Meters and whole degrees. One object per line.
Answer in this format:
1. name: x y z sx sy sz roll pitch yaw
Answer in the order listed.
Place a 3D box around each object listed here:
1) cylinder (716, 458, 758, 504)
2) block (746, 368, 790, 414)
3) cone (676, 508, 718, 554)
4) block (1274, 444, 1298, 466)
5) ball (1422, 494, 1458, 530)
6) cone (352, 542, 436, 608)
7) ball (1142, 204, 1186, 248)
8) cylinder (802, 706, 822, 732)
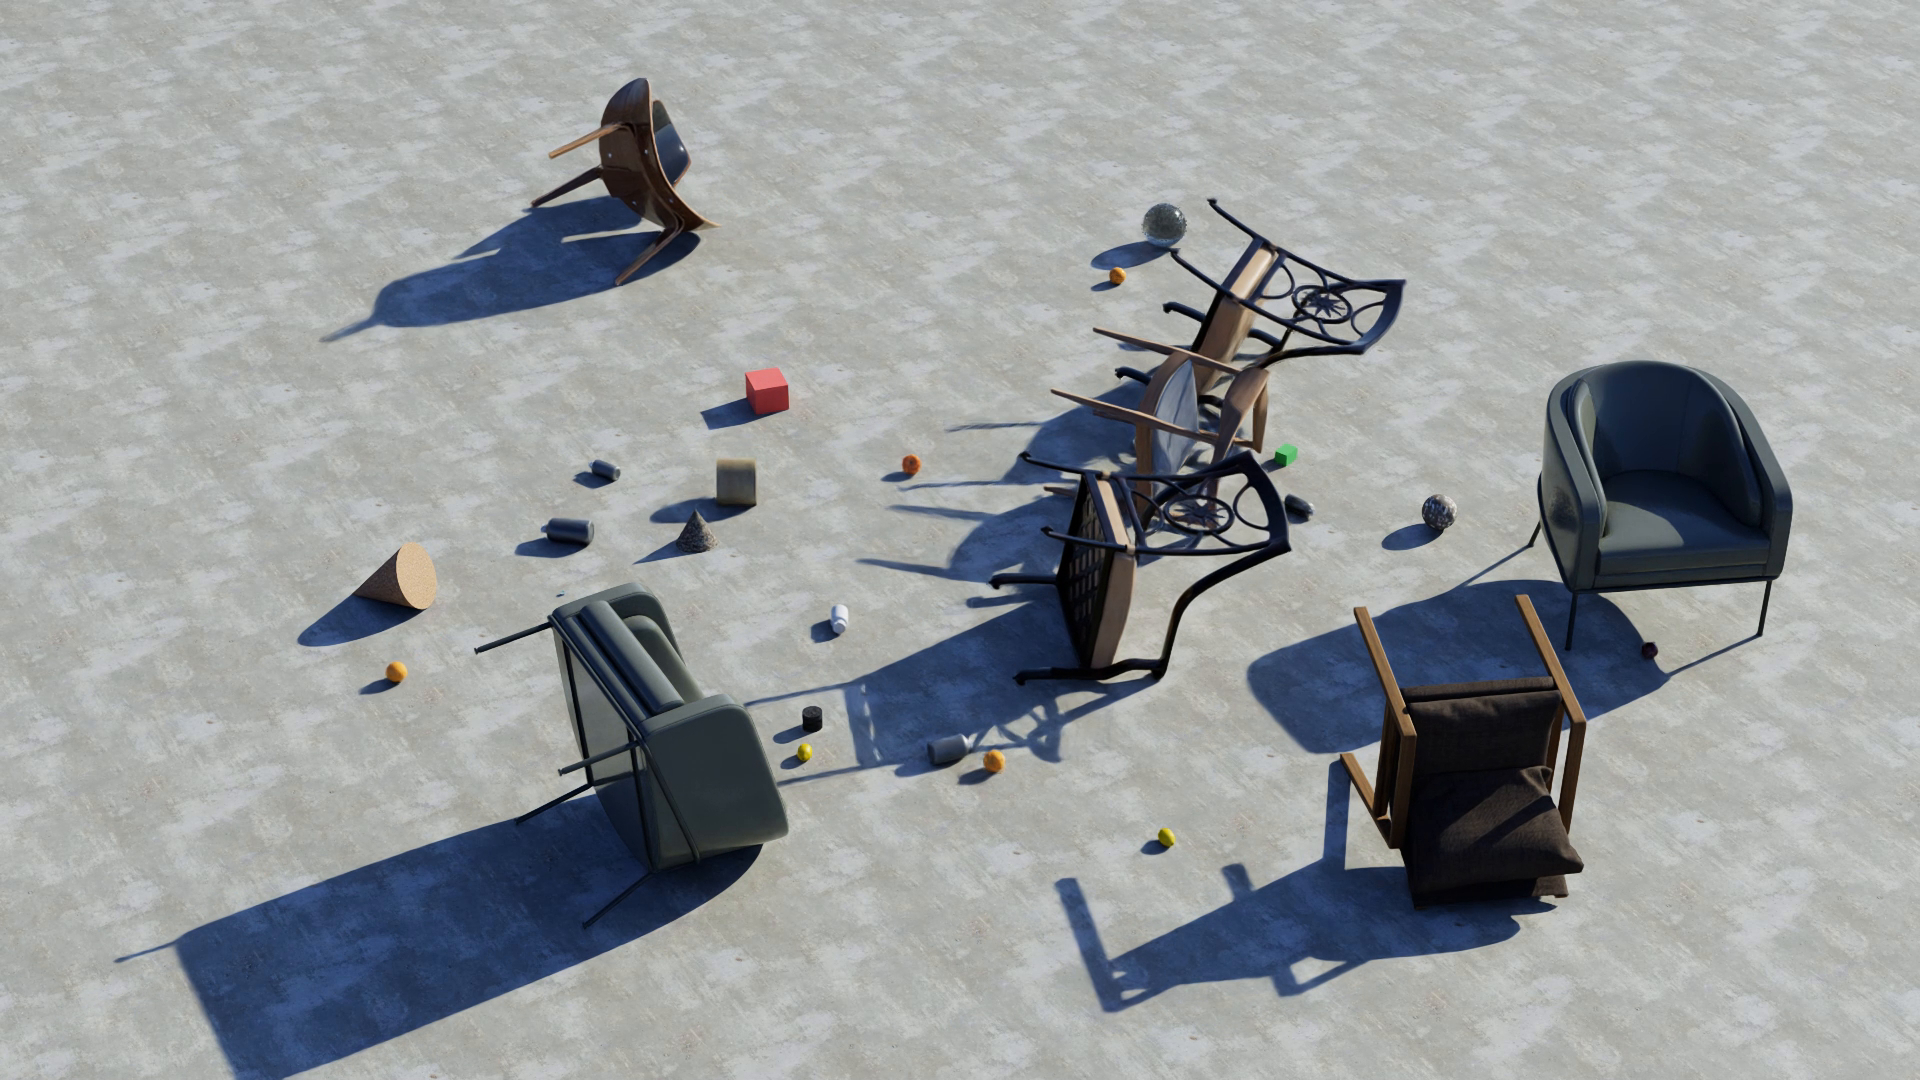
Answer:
1. cylinder: -0.848 -0.225 11.137 0.148 0.180 0.128 0 -3 0
2. block: -0.773 -0.597 11.746 0.137 0.115 0.148 -11 35 -16
3. cone: -0.980 -0.054 10.889 0.159 0.151 0.147 -10 35 -15
4. block: 1.267 -0.331 11.401 0.054 0.050 0.076 23 40 31
5. ball: 1.797 -0.106 10.983 0.134 0.134 0.134 0 33 0
6. cone: -2.083 0.162 10.596 0.283 0.242 0.273 -15 21 20
7. ball: 0.896 -1.381 12.865 0.193 0.193 0.193 0 33 0
8. cylinder: -0.501 0.609 9.962 0.069 0.064 0.064 -12 35 -17
